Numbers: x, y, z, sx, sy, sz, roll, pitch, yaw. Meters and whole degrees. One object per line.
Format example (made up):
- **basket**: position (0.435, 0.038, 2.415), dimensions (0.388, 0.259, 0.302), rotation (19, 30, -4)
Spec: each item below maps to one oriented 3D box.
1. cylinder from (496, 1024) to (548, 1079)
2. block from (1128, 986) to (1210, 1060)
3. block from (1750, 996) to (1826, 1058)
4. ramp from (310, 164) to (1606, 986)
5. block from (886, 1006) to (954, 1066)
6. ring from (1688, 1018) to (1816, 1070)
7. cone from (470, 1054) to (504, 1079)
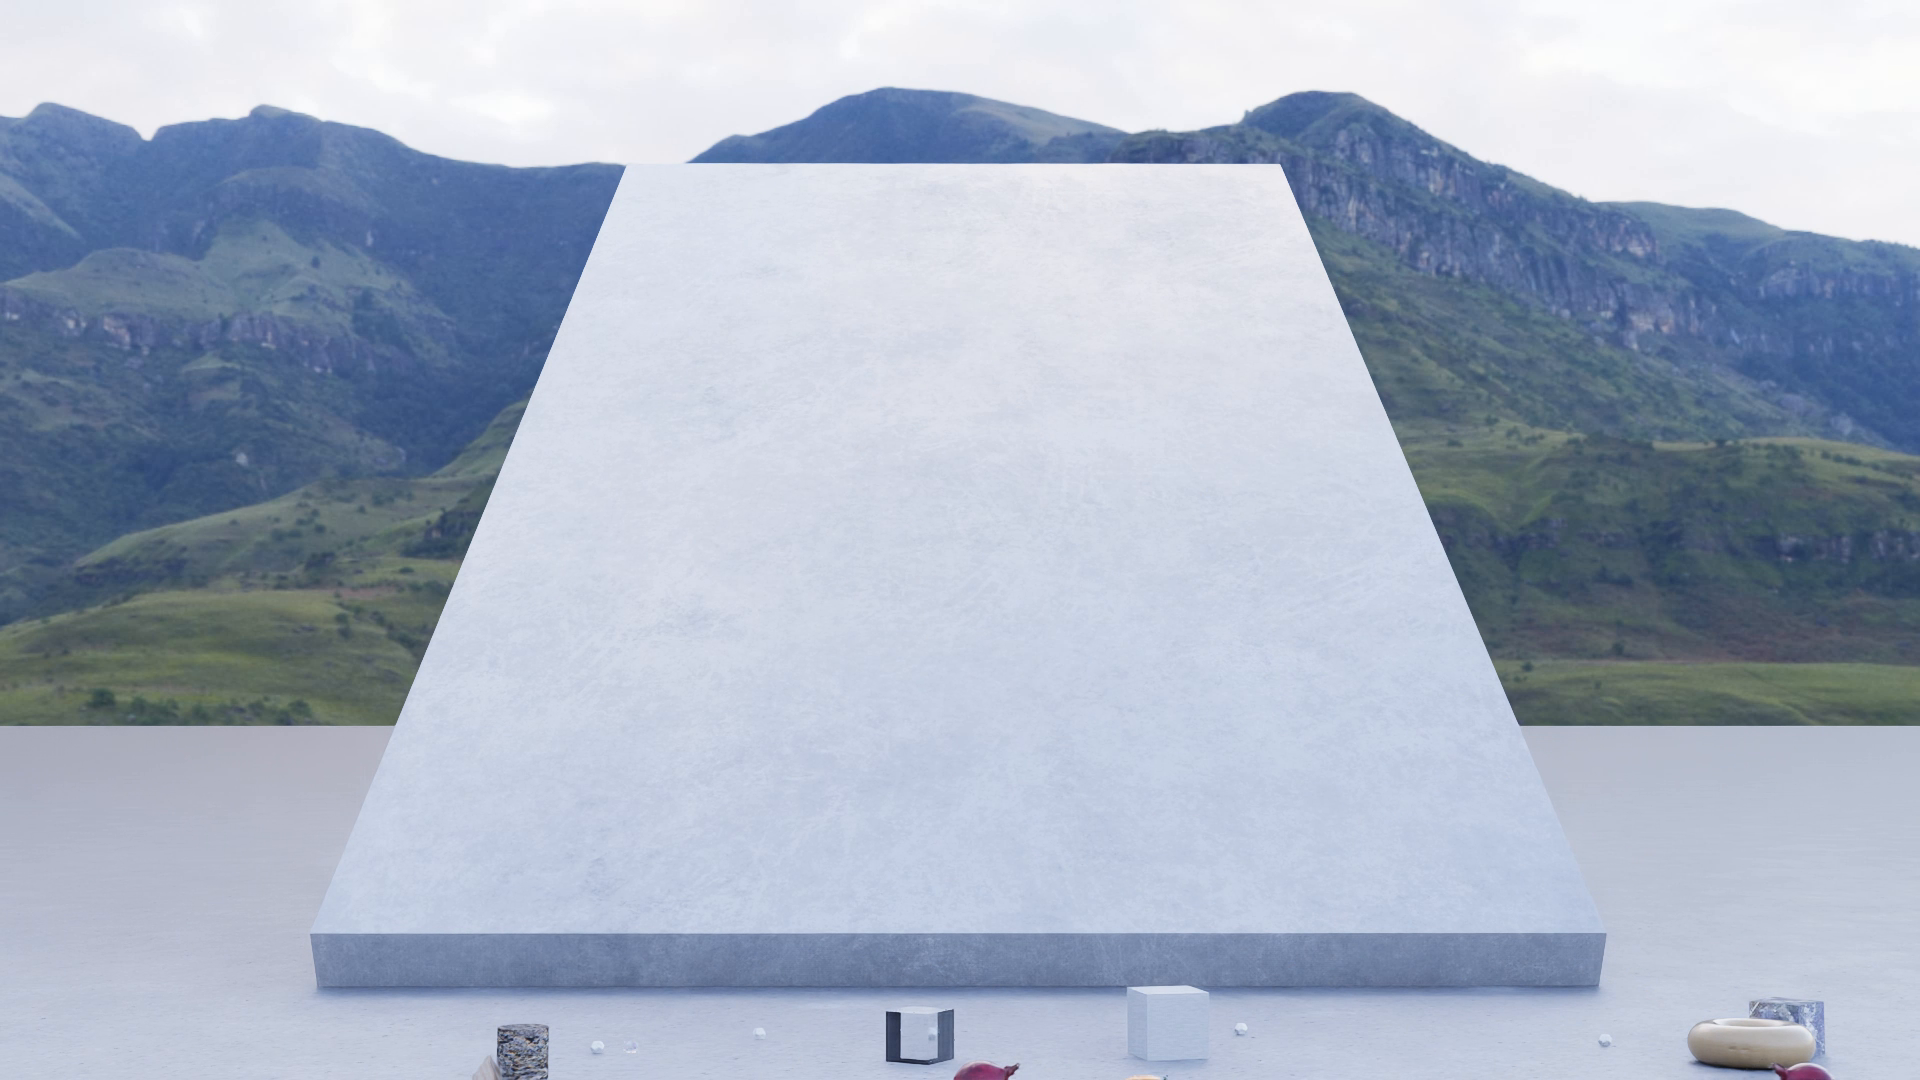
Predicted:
- **cylinder**: position (-0.507, 0.595, 2.736), dimensions (0.059, 0.059, 0.059), rotation (0, -4, 0)
- **block**: position (0.258, 0.599, 2.926), dimensions (0.080, 0.080, 0.080), rotation (1, -4, -14)
- **block**: position (1.028, 0.607, 2.932), dimensions (0.065, 0.065, 0.065), rotation (4, -6, -43)
- **ramp**: position (-0.010, -0.229, 5.453), dimensions (2.000, 0.100, 4.000), rotation (0, 26, 0)
- **block**: position (-0.049, 0.605, 2.881), dimensions (0.061, 0.061, 0.061), rotation (-3, -5, 30)
- **ring**: position (0.958, 0.609, 2.855), dimensions (0.148, 0.049, 0.148), rotation (0, -5, 0)
- **cone**: position (-0.485, 0.571, 2.316), dimensions (0.095, 0.095, 0.095), rotation (-26, 1, -13)
